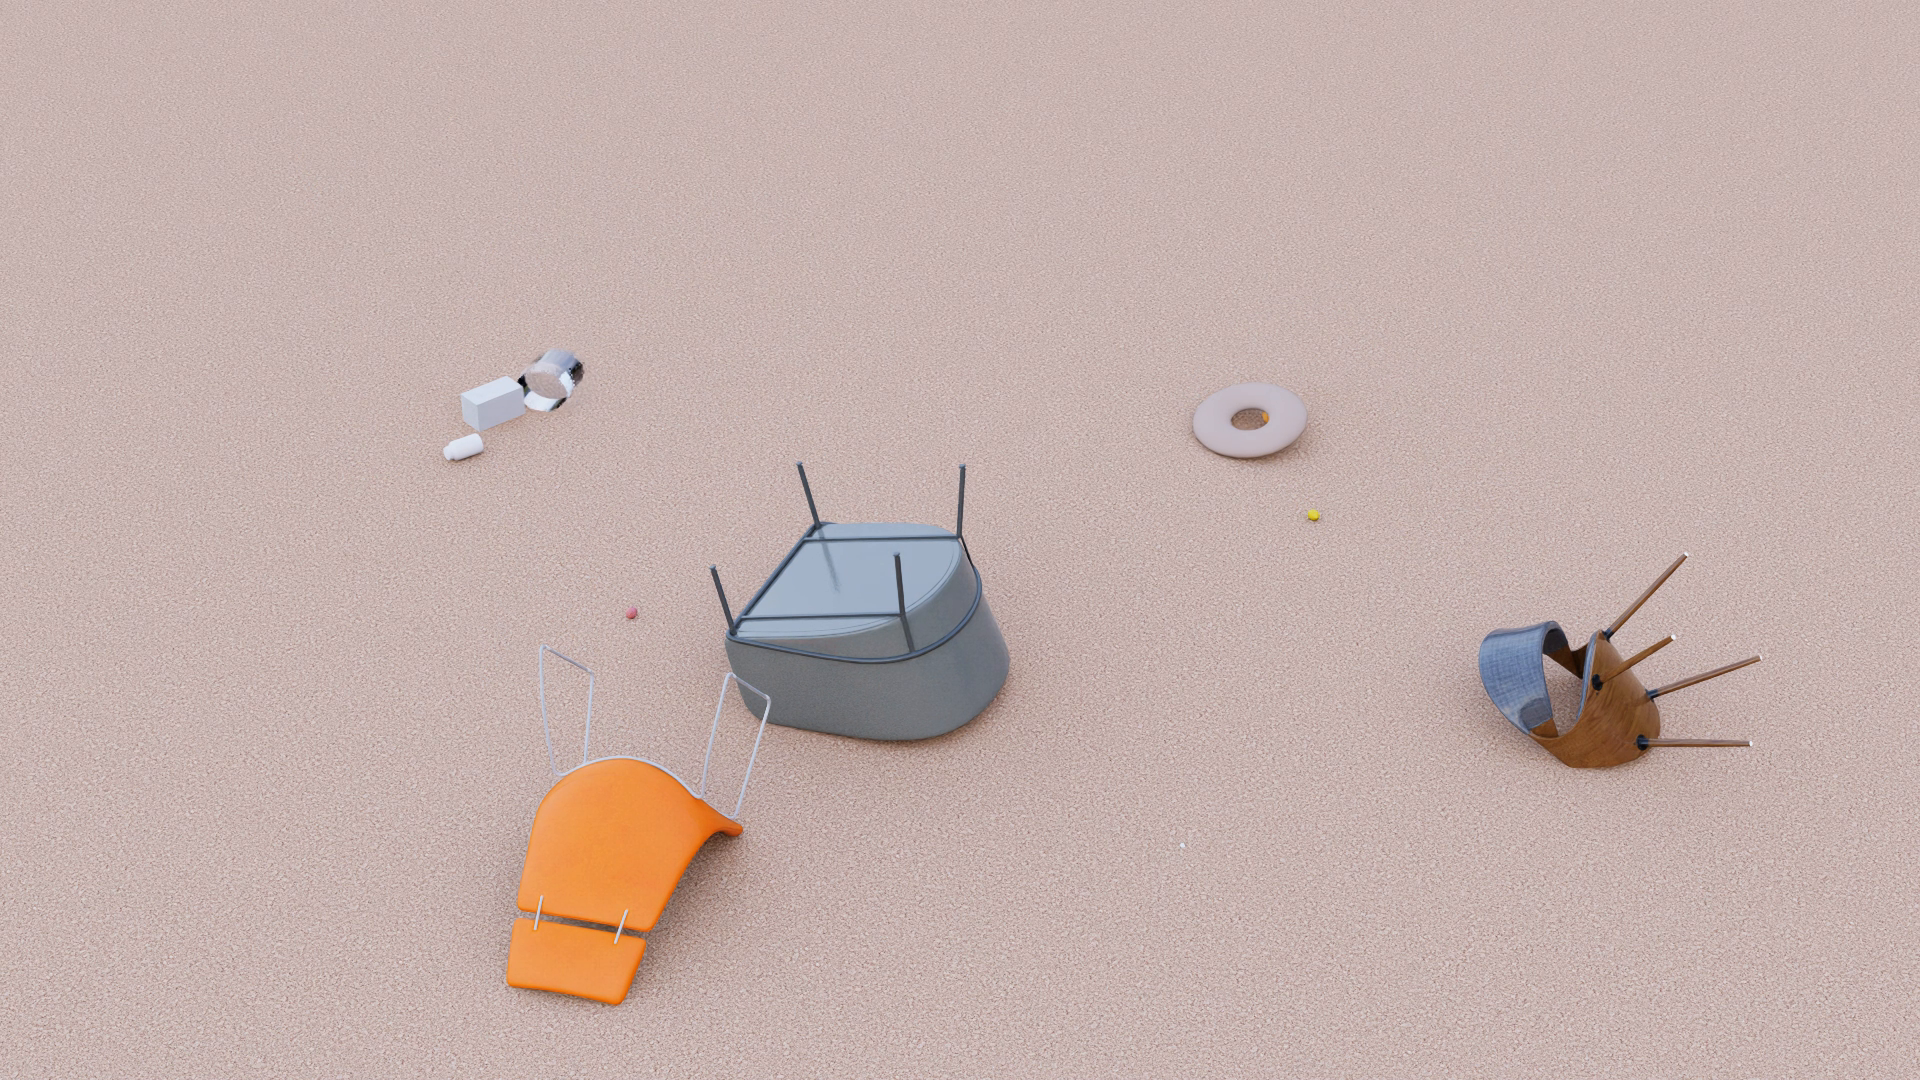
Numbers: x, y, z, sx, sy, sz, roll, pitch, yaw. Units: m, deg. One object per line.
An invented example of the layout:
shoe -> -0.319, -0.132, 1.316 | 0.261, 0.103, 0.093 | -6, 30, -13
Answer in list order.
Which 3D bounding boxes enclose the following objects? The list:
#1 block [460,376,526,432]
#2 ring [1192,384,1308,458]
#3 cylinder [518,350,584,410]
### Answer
block -> -1.855, -0.541, 11.653 | 0.218, 0.124, 0.114 | -26, 41, -33
ring -> 1.142, -0.472, 11.540 | 0.466, 0.066, 0.436 | 22, 53, 36
cylinder -> -1.645, -0.639, 11.751 | 0.226, 0.177, 0.179 | -3, 31, 21
